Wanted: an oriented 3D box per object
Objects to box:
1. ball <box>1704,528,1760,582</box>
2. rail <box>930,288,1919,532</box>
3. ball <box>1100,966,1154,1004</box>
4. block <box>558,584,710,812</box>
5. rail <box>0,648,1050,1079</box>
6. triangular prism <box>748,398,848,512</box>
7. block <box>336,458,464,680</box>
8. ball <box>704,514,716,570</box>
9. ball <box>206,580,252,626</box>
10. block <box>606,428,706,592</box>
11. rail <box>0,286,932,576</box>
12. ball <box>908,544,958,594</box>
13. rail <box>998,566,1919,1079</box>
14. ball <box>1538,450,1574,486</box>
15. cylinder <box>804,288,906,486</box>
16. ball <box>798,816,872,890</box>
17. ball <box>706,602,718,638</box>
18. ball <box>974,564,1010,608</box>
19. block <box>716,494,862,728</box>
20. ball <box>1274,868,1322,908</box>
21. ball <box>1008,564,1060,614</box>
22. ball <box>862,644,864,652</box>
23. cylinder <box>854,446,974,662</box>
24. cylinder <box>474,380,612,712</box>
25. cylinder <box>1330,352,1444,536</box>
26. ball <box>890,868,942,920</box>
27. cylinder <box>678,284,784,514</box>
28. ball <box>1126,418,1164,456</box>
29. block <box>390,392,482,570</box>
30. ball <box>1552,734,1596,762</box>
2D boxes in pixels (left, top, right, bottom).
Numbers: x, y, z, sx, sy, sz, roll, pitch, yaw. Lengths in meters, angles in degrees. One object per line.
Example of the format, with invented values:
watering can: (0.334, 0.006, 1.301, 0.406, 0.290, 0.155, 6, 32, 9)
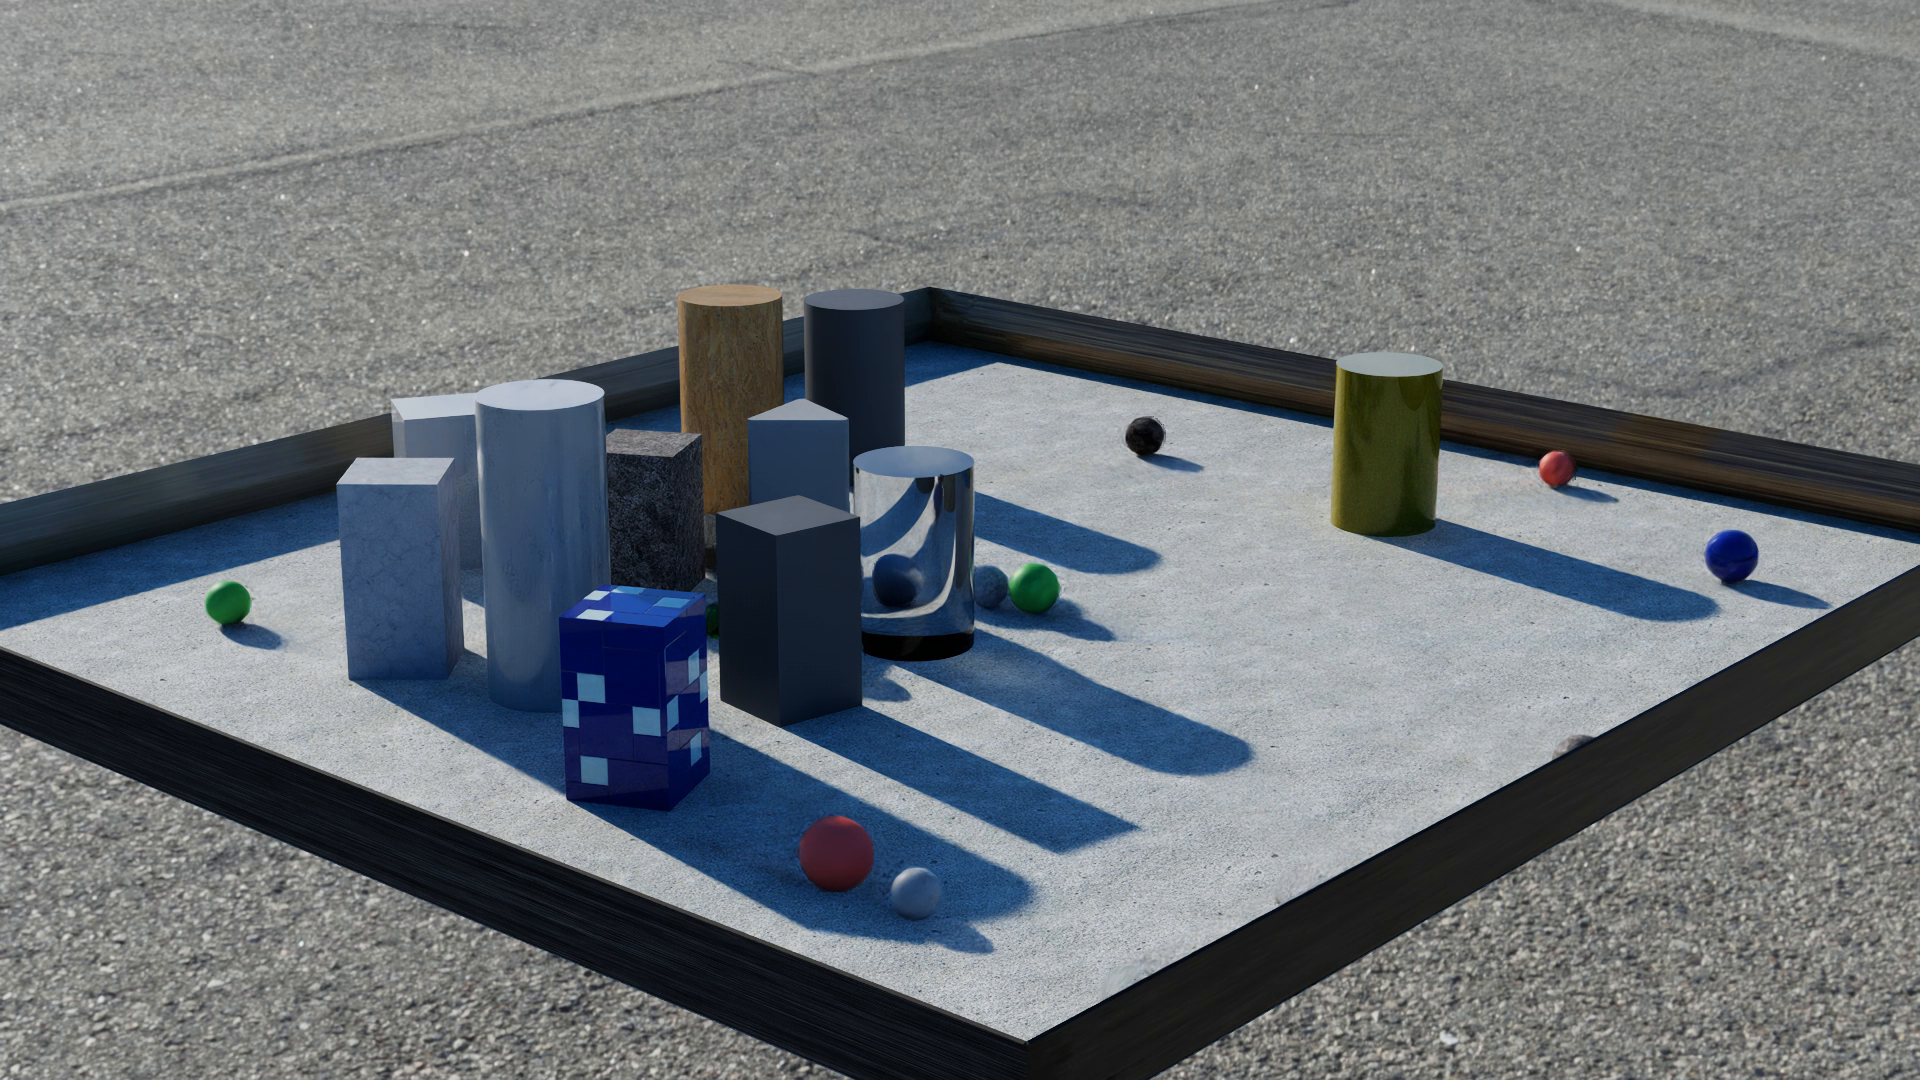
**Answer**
ball: (1.369, 0.028, 5.199, 0.095, 0.095, 0.095, 0, 17, 0)
rail: (0.943, -0.281, 6.160, 2.732, 0.129, 0.045, 14, 22, 39)
ball: (0.207, 0.548, 3.493, 0.082, 0.082, 0.082, 0, 17, 0)
block: (-0.467, 0.226, 4.226, 0.159, 0.277, 0.159, 5, 17, 16)
rail: (-0.943, 0.346, 4.079, 2.732, 0.129, 0.045, 14, 22, 39)
triangular prism: (-0.282, -0.084, 5.203, 0.172, 0.306, 0.149, 0, 17, 0)
block: (-0.902, 0.045, 4.739, 0.159, 0.326, 0.159, 0, 17, 0)
ball: (-0.446, 0.003, 5.273, 0.100, 0.100, 0.100, 0, 17, 0)
ball: (-1.240, 0.107, 4.969, 0.075, 0.075, 0.075, 0, 17, 0)
block: (-0.550, -0.043, 5.139, 0.159, 0.265, 0.159, 4, 17, 13)
rail: (-1.014, -0.221, 5.962, 0.045, 0.129, 2.925, 14, 22, 39)
ball: (-0.048, 0.051, 5.134, 0.088, 0.088, 0.088, 0, 17, 0)
rail: (1.014, 0.286, 4.277, 0.045, 0.129, 2.925, 14, 22, 39)
ball: (1.181, -0.141, 5.801, 0.070, 0.070, 0.070, 0, 17, 0)
cylinder: (-0.210, -0.306, 5.852, 0.199, 0.356, 0.199, 0, 17, 0)
ball: (-0.166, 0.416, 3.901, 0.099, 0.099, 0.099, 0, 17, 0)
ball: (-0.403, 0.134, 4.905, 0.060, 0.060, 0.060, 0, 17, 0)
ball: (0.048, 0.079, 5.064, 0.074, 0.074, 0.074, 0, 17, 0)
block: (-0.265, 0.109, 4.561, 0.159, 0.308, 0.159, -13, 21, -37)
ball: (0.442, 0.461, 3.812, 0.065, 0.065, 0.065, 0, 17, 0)
ball: (0.127, 0.083, 5.027, 0.087, 0.087, 0.087, 0, 17, 0)
ball: (-0.197, 0.175, 4.732, 0.081, 0.081, 0.081, 0, 17, 0)
cylinder: (-0.076, 0.021, 4.845, 0.199, 0.312, 0.199, 0, 17, 0)
cylinder: (-0.648, 0.008, 4.588, 0.199, 0.485, 0.199, 0, 17, 0)
cylinder: (0.803, -0.181, 5.525, 0.199, 0.307, 0.199, 0, 17, 0)
ball: (-0.056, 0.459, 3.813, 0.067, 0.067, 0.067, 0, 17, 0)
cylinder: (-0.437, -0.268, 5.631, 0.199, 0.412, 0.199, 0, 17, 0)
ball: (0.379, -0.213, 6.027, 0.079, 0.079, 0.079, 0, 17, 0)
block: (-0.930, -0.104, 5.304, 0.159, 0.286, 0.159, -6, 18, -18)
ball: (0.898, 0.323, 4.241, 0.083, 0.083, 0.083, 0, 17, 0)
